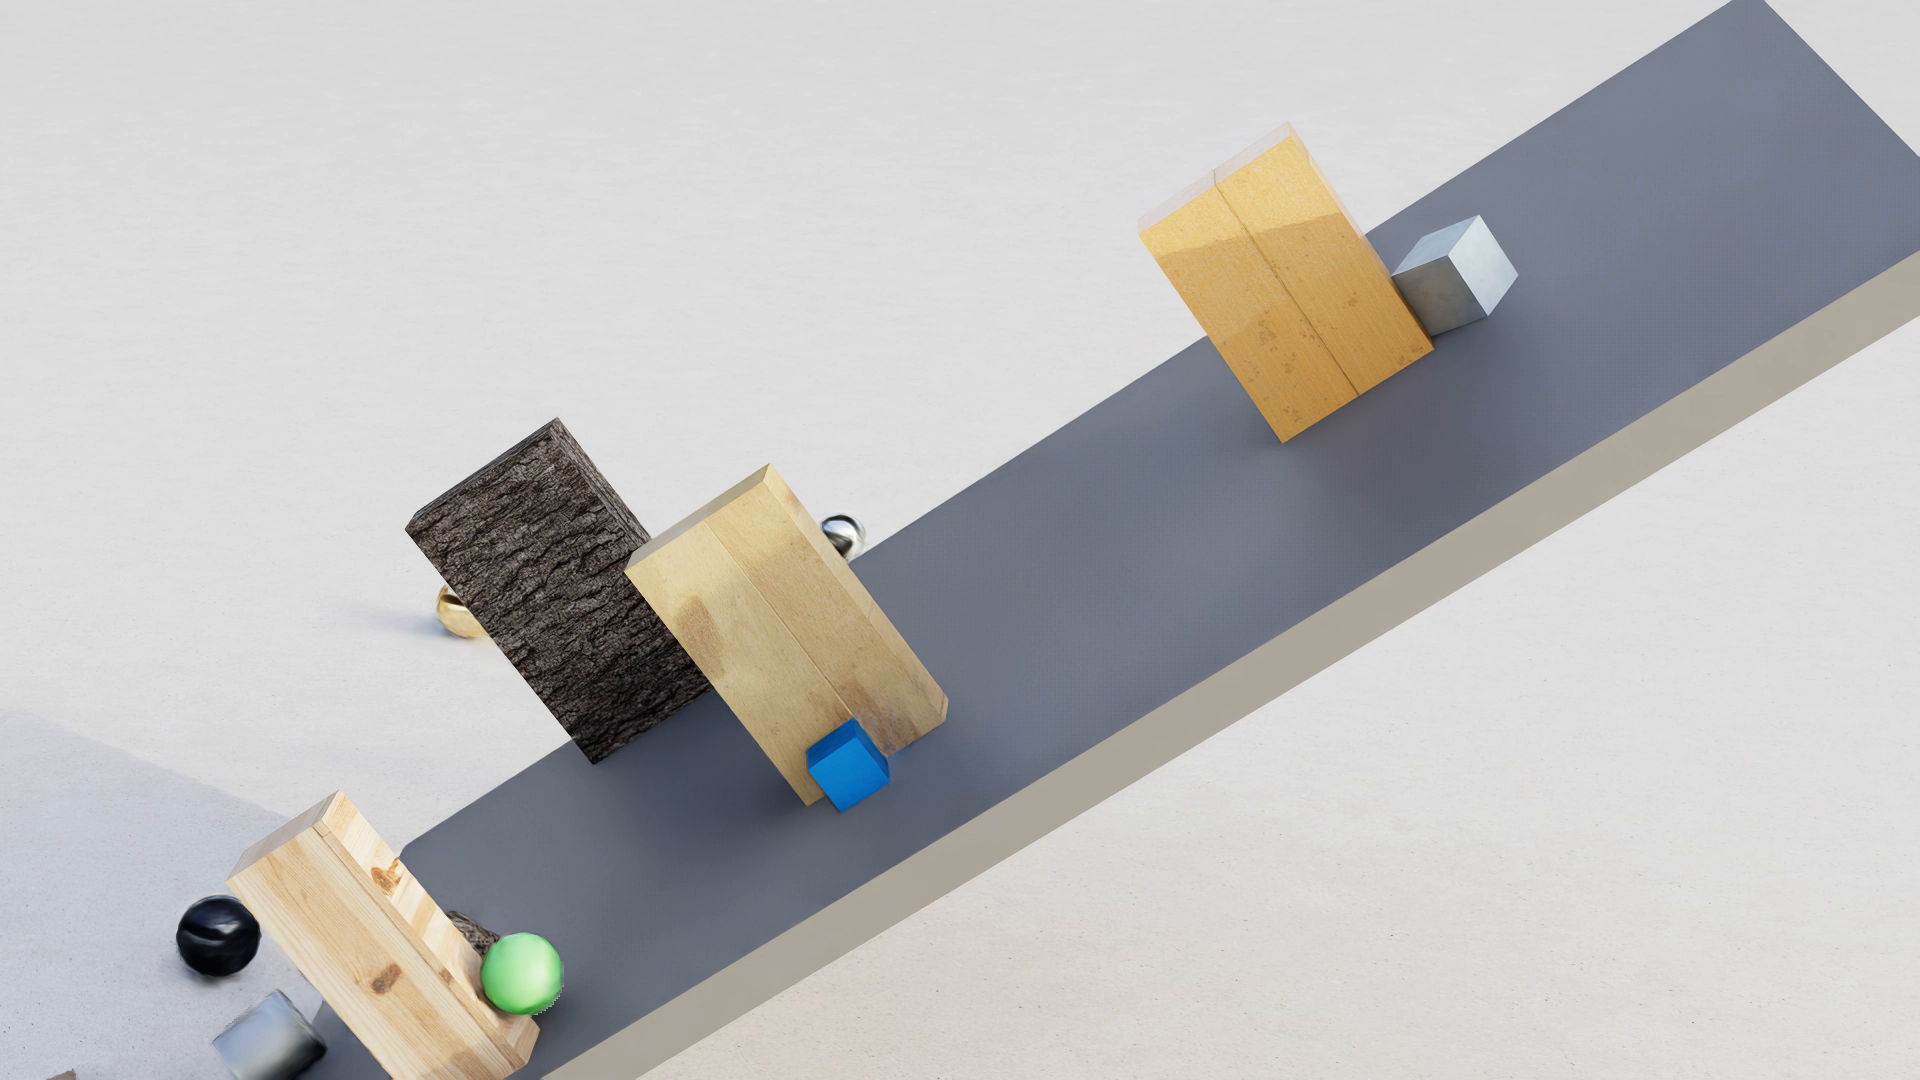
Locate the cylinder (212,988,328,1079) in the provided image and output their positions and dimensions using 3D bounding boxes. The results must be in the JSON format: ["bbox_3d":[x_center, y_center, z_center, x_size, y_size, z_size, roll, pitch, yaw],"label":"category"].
[{"bbox_3d":[-1.552,1.135,6.615,0.179,0.179,0.179,-40,33,-11],"label":"cylinder"}]

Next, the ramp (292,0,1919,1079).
[{"bbox_3d":[0.136,0.174,6.305,4.000,0.100,2.000,-32,16,15],"label":"ramp"}]

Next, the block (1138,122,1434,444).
[{"bbox_3d":[0.664,-0.524,6.005,0.364,0.535,0.128,-32,16,15],"label":"block"}]

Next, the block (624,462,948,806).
[{"bbox_3d":[-0.345,0.194,5.924,0.345,0.619,0.109,-32,16,15],"label":"block"}]

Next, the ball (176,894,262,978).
[{"bbox_3d":[-1.826,0.975,7.247,0.203,0.203,0.203,0,21,0],"label":"ball"}]

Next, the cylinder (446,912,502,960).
[{"bbox_3d":[-0.999,0.882,6.002,0.185,0.185,0.185,25,30,25],"label":"cylinder"}]

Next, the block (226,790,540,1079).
[{"bbox_3d":[-1.124,0.816,5.754,0.244,0.636,0.134,-32,16,15],"label":"block"}]

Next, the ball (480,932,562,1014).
[{"bbox_3d":[-0.857,0.848,5.753,0.159,0.159,0.159,0,21,0],"label":"ball"}]

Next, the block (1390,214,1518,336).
[{"bbox_3d":[1.012,-0.540,6.018,0.154,0.154,0.154,-19,23,48],"label":"block"}]

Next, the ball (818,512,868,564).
[{"bbox_3d":[-0.305,-0.001,7.495,0.137,0.137,0.137,0,21,0],"label":"ball"}]

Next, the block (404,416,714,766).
[{"bbox_3d":[-0.935,0.130,7.156,0.442,0.749,0.119,-32,16,15],"label":"block"}]

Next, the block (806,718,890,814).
[{"bbox_3d":[-0.223,0.449,5.861,0.117,0.117,0.117,-35,15,6],"label":"block"}]

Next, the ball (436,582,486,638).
[{"bbox_3d":[-1.540,0.205,9.224,0.202,0.202,0.202,0,21,0],"label":"ball"}]

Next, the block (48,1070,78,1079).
[{"bbox_3d":[-1.993,1.266,6.510,0.115,0.115,0.115,-20,23,-13],"label":"block"}]
